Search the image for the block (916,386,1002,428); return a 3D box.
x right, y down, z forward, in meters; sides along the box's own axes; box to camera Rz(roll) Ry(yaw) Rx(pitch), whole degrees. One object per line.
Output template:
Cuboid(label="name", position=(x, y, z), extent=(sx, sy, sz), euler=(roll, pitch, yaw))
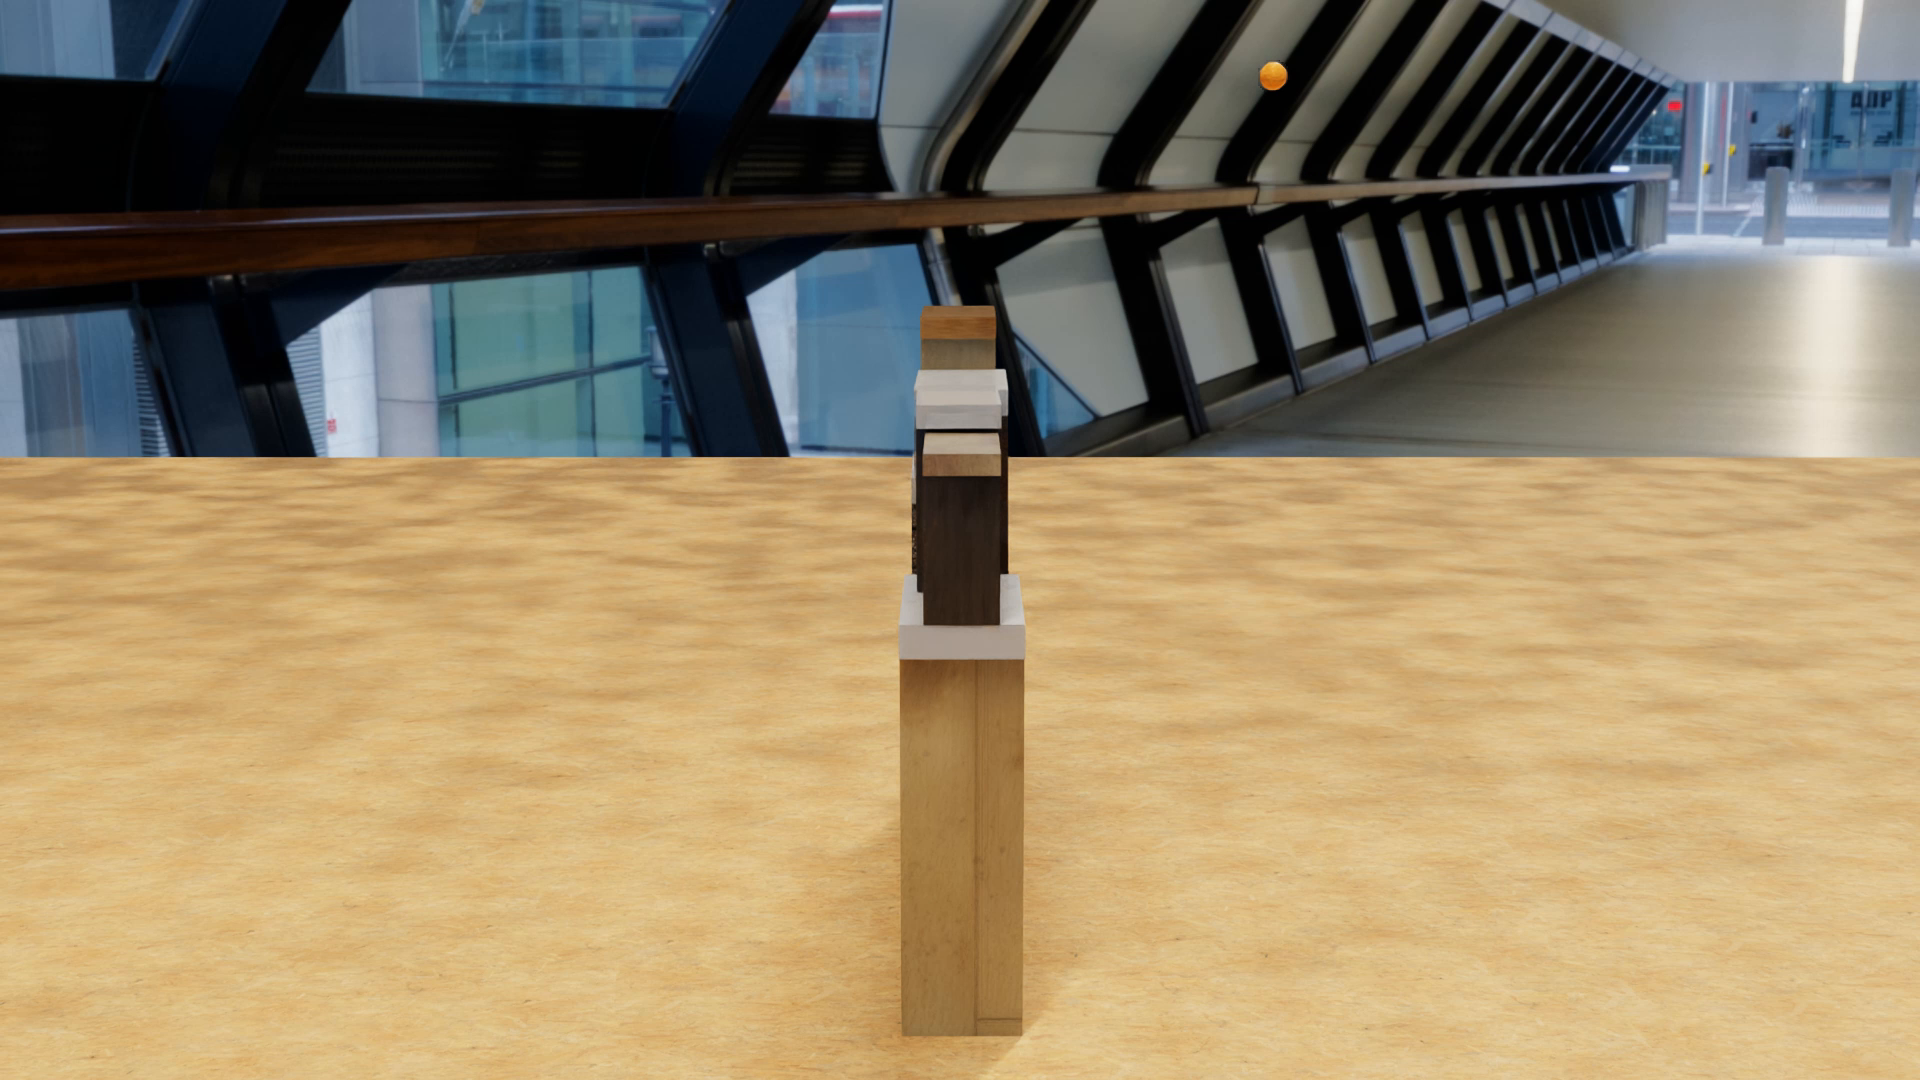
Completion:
Cuboid(label="block", position=(-0.003, -0.195, 3.204), extent=(0.120, 0.034, 0.239), euler=(0, 11, -1))

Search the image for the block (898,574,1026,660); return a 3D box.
Cuboid(label="block", position=(0.003, 0.106, 3.121), extent=(0.170, 0.048, 0.340), euler=(0, 11, 0))

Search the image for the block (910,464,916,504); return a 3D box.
Cuboid(label="block", position=(-0.004, -0.113, 3.911), extent=(0.160, 0.045, 0.319), euler=(0, 11, 0))

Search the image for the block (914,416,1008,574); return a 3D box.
Cuboid(label="block", position=(0.002, -0.056, 3.405), extent=(0.143, 0.286, 0.041), euler=(0, 11, 0))

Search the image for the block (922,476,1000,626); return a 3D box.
Cuboid(label="block", position=(0.002, 0.011, 2.941), extent=(0.103, 0.205, 0.029), euler=(0, 11, 0))

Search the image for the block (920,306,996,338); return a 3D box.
Cuboid(label="block", position=(-0.002, -0.369, 3.720), extent=(0.123, 0.035, 0.247), euler=(0, 10, 0))

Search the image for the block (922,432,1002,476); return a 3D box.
Cuboid(label="block", position=(0.002, -0.117, 2.987), extent=(0.103, 0.029, 0.205), euler=(0, 11, 0))

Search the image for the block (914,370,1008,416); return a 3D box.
Cuboid(label="block", position=(0.002, -0.234, 3.468), extent=(0.143, 0.041, 0.286), euler=(0, 11, 0))

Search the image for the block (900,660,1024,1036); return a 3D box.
Cuboid(label="block", position=(0.003, 0.422, 3.064), extent=(0.170, 0.552, 0.048), euler=(0, 10, 0))

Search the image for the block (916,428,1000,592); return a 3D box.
Cuboid(label="block", position=(-0.002, -0.046, 3.150), extent=(0.120, 0.239, 0.034), euler=(0, 10, 0))

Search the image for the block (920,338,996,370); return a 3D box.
Cuboid(label="block", position=(-0.002, -0.141, 3.678), extent=(0.123, 0.400, 0.035), euler=(0, 10, 0))

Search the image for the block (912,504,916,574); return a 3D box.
Cuboid(label="block", position=(-0.004, 0.085, 3.840), extent=(0.160, 0.319, 0.045), euler=(0, 11, 0))
